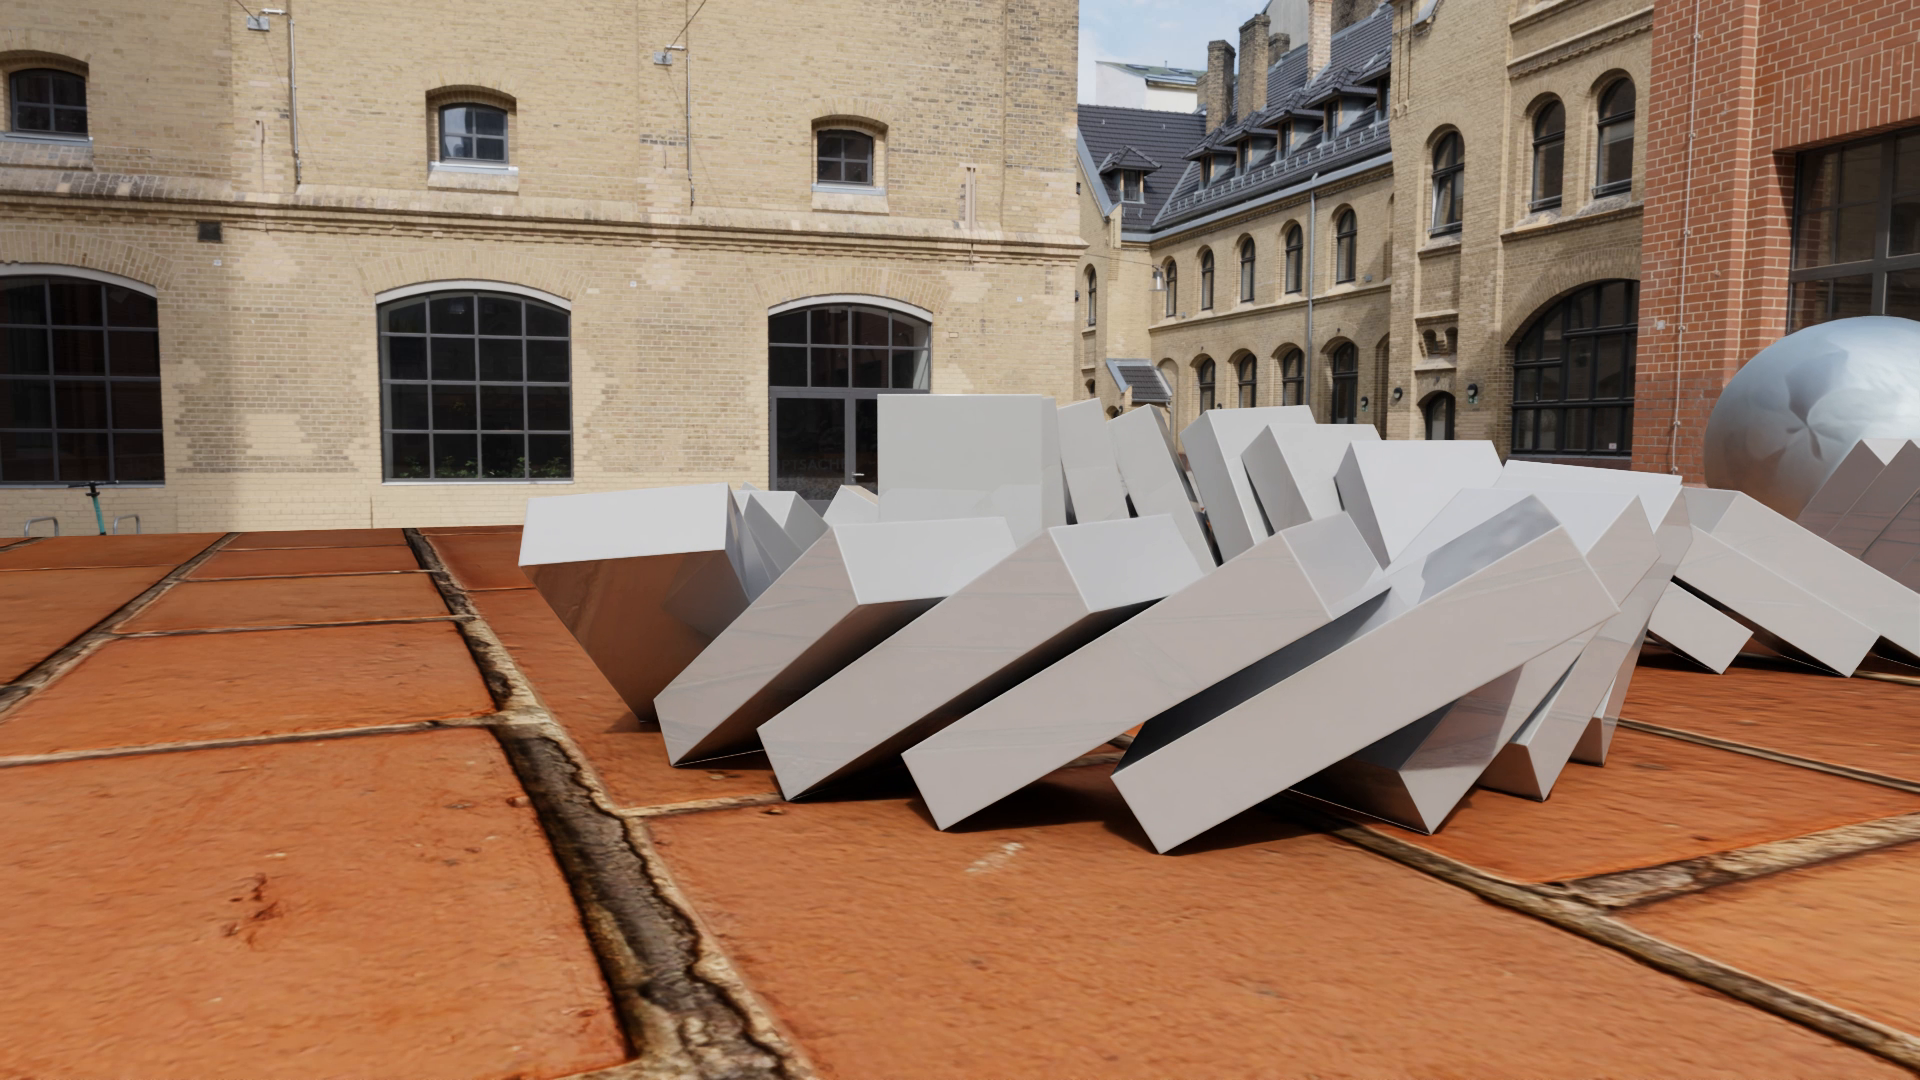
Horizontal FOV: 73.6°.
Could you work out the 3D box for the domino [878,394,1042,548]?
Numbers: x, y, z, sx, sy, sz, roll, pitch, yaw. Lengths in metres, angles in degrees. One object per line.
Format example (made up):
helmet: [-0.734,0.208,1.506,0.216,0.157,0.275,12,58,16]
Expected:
domino: [0.000,0.002,0.201,0.025,0.050,0.010,0,4,0]

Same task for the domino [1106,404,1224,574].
domino: [0.042,-0.001,0.244,0.010,0.050,0.025,-23,-1,14]

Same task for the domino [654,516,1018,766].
domino: [-0.016,0.014,0.162,0.025,0.009,0.050,-4,-25,-40]

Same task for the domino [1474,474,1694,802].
domino: [0.075,0.011,0.172,0.025,0.010,0.050,8,45,48]

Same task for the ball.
ball: [0.267,-0.026,0.382,0.080,0.080,0.080,0,4,0]

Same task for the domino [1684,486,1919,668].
domino: [0.163,0.007,0.246,0.050,0.010,0.025,32,8,5]

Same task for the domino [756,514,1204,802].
domino: [0.002,0.014,0.150,0.050,0.009,0.025,-36,-18,35]

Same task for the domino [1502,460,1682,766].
domino: [0.087,0.008,0.188,0.025,0.009,0.050,9,46,36]

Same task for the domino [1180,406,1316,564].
domino: [0.061,0.000,0.238,0.025,0.050,0.009,-6,-21,-28]

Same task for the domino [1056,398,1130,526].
domino: [0.025,-0.001,0.243,0.009,0.050,0.025,-16,6,-6]

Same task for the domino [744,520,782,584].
domino: [-0.040,0.010,0.198,0.025,0.010,0.050,-2,-29,13]

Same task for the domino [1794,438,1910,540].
domino: [0.217,-0.003,0.311,0.025,0.050,0.010,-1,46,-10]

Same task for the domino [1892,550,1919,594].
domino: [0.224,0.000,0.274,0.025,0.050,0.010,-1,46,-10]

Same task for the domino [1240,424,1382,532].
domino: [0.071,0.003,0.226,0.025,0.050,0.009,-2,-31,-27]

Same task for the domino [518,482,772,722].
domino: [-0.039,0.010,0.177,0.025,0.010,0.050,-5,-30,2]

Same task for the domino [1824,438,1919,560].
domino: [0.219,-0.002,0.299,0.025,0.050,0.010,-1,46,-10]

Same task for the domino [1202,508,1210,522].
domino: [0.074,0.005,0.265,0.050,0.010,0.025,35,10,7]

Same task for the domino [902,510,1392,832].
domino: [0.020,0.014,0.141,0.050,0.009,0.025,-34,-12,29]

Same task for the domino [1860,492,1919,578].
domino: [0.222,-0.001,0.286,0.025,0.050,0.009,-1,46,-10]

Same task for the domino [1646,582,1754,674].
domino: [0.125,0.006,0.251,0.050,0.009,0.025,34,10,7]

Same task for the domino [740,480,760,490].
domino: [-0.025,0.005,0.268,0.050,0.010,0.025,31,-3,-8]

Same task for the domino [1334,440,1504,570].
domino: [0.080,0.005,0.208,0.025,0.050,0.010,0,-39,-5]

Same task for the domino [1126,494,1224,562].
domino: [0.056,0.006,0.268,0.050,0.010,0.025,31,9,8]

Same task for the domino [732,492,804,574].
domino: [-0.036,0.009,0.218,0.025,0.010,0.050,1,-28,22]

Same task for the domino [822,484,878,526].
domino: [-0.004,0.005,0.275,0.050,0.009,0.025,30,4,2]

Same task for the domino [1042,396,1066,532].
domino: [0.009,-0.001,0.237,0.009,0.050,0.025,-9,8,-26]

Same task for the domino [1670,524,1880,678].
domino: [0.145,0.007,0.247,0.050,0.010,0.025,32,8,5]

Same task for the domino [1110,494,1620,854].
domino: [0.042,0.014,0.136,0.050,0.010,0.025,-34,-3,20]

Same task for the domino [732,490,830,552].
domino: [-0.030,0.008,0.237,0.025,0.009,0.050,2,-27,28]

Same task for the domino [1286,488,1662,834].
domino: [0.060,0.012,0.158,0.050,0.009,0.025,-41,22,-22]
